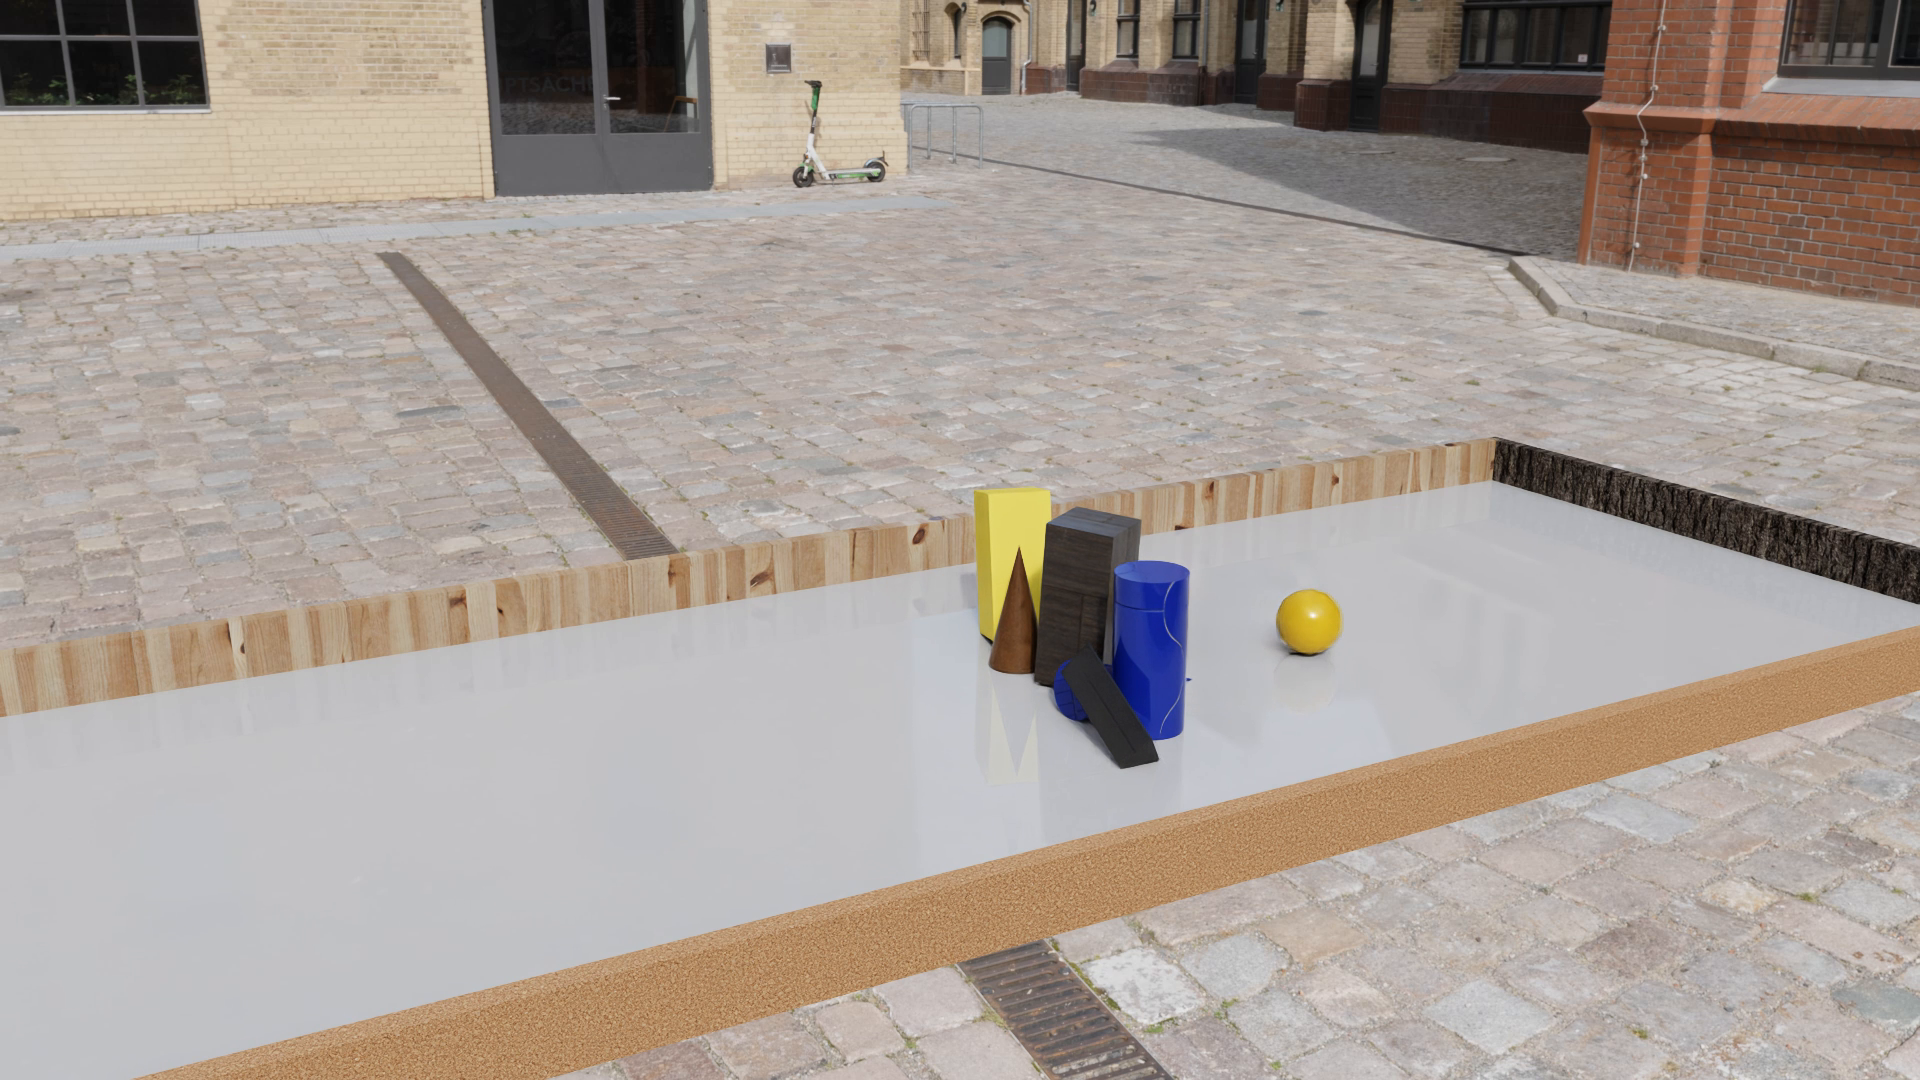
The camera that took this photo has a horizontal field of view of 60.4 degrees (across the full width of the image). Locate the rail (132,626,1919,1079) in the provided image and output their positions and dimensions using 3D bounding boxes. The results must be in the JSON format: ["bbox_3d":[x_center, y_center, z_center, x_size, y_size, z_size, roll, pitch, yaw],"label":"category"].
[{"bbox_3d":[-2.336,1.006,1.665,12.000,0.150,0.050,-9,18,-27],"label":"rail"}]

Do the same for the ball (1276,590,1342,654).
[{"bbox_3d":[0.914,0.214,4.325,0.170,0.170,0.170,0,16,0],"label":"ball"}]

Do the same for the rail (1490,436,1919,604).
[{"bbox_3d":[2.466,-0.048,5.253,0.050,0.150,2.100,-9,18,-27],"label":"rail"}]

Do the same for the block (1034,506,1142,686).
[{"bbox_3d":[0.316,0.151,4.086,0.177,0.414,0.177,12,20,26],"label":"block"}]

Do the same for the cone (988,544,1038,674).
[{"bbox_3d":[0.150,0.165,4.221,0.156,0.322,0.156,0,16,0],"label":"cone"}]

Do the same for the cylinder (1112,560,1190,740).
[{"bbox_3d":[0.439,0.254,3.816,0.173,0.380,0.173,0,16,0],"label":"cylinder"}]

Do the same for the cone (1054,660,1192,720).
[{"bbox_3d":[0.430,0.352,4.029,0.412,0.146,0.146,-1,13,-40],"label":"cone"}]

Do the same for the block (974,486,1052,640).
[{"bbox_3d":[0.145,0.061,4.413,0.167,0.389,0.167,-4,6,-12],"label":"block"}]

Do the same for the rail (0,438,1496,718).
[{"bbox_3d":[-3.305,0.497,3.399,12.000,0.150,0.050,-9,18,-27],"label":"rail"}]

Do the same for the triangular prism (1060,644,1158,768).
[{"bbox_3d":[0.347,0.367,3.722,0.100,0.087,0.300,-8,45,-26],"label":"triangular prism"}]
